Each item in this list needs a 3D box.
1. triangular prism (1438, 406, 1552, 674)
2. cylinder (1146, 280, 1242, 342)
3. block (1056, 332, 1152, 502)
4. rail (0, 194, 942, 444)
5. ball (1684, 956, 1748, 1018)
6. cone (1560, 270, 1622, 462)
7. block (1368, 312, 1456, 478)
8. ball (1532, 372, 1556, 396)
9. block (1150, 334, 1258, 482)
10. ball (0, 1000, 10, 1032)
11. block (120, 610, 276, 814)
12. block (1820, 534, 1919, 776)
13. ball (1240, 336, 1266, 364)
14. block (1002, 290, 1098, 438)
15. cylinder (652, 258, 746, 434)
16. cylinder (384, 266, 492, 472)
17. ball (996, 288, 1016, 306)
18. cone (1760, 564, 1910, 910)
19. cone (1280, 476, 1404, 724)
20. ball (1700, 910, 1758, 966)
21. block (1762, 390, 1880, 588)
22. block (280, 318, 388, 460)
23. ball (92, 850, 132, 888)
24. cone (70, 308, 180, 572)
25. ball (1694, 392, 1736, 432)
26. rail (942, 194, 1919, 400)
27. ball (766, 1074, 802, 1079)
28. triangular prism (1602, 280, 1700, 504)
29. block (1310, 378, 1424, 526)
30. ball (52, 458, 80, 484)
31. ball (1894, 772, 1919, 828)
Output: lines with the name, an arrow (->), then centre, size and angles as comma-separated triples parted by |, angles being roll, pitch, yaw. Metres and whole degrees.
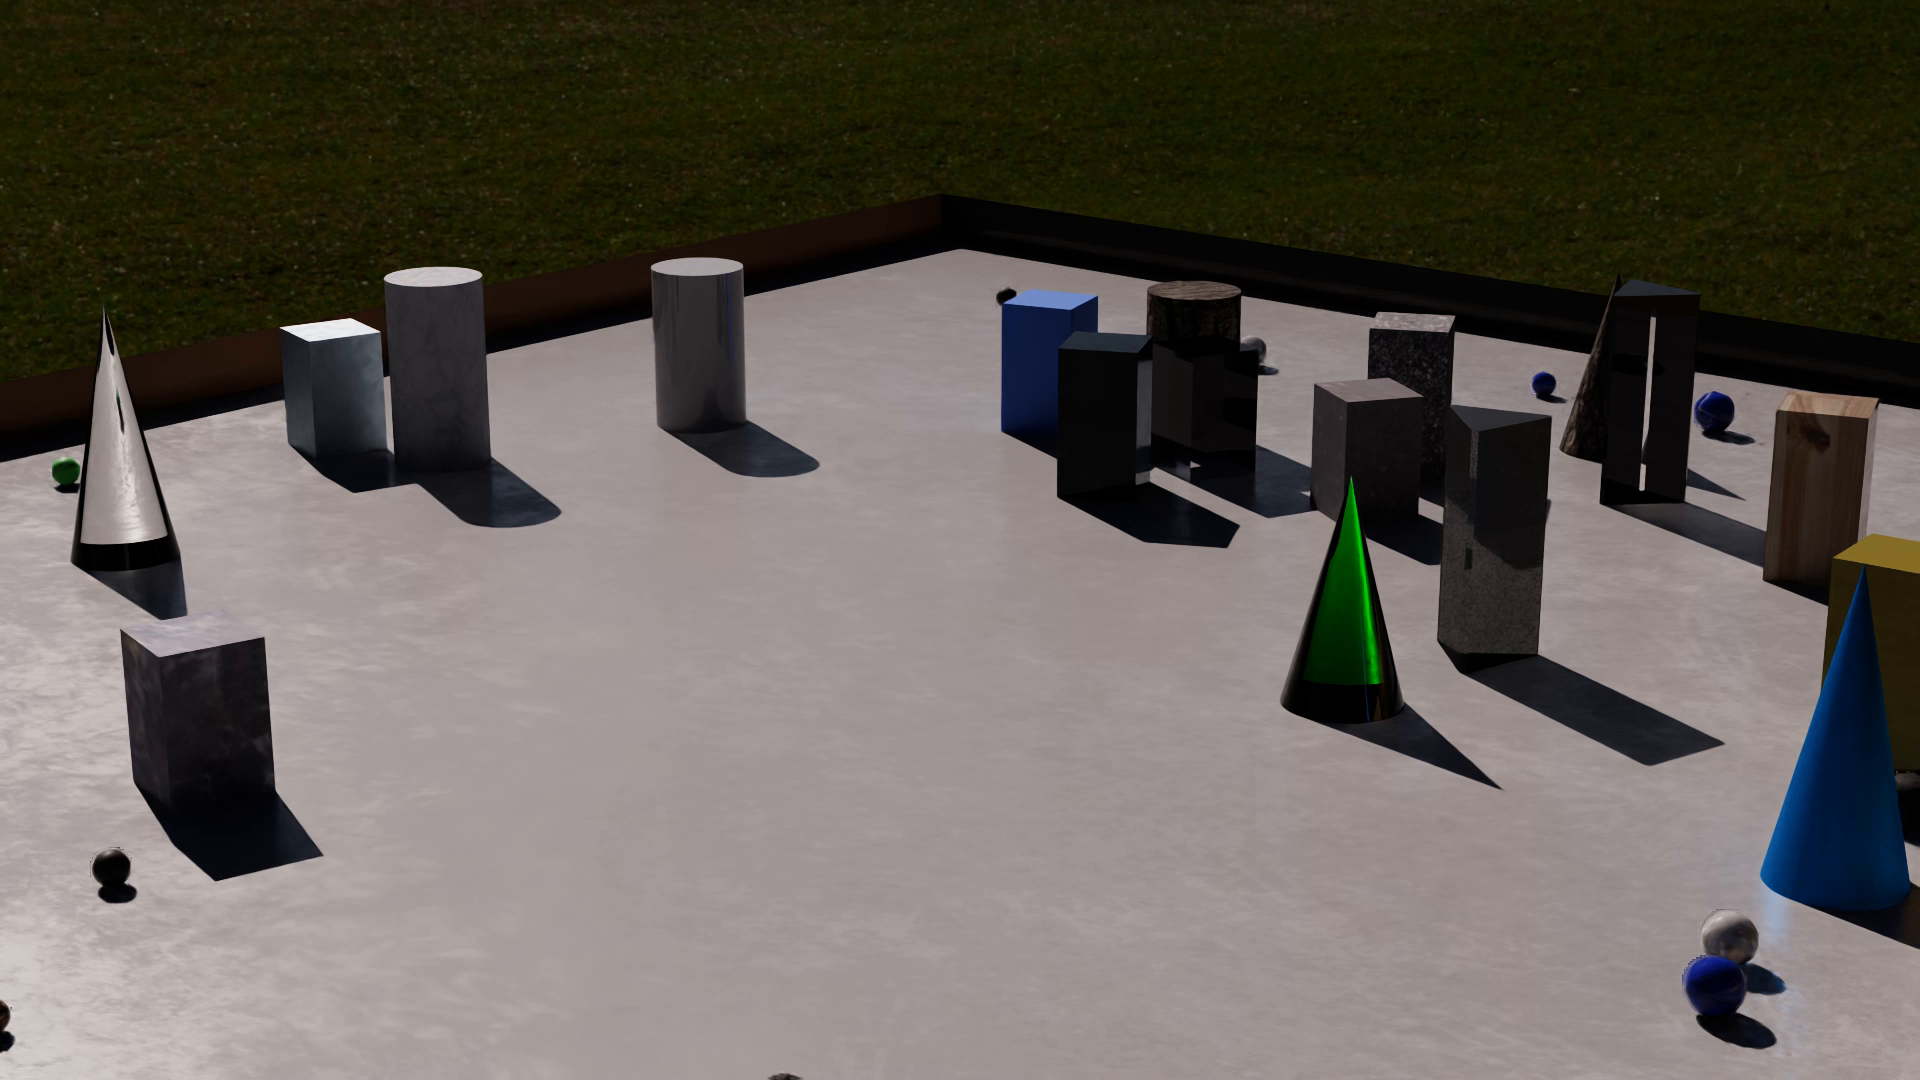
triangular prism -> 0.840, -0.009, 4.779 | 0.168, 0.404, 0.146 | -11, 20, -32
cylinder -> 0.485, -0.365, 6.110 | 0.194, 0.316, 0.194 | 0, 17, 0
block -> 0.284, -0.242, 5.734 | 0.156, 0.298, 0.156 | 4, 17, 14
rail -> -1.628, -0.377, 6.473 | 0.045, 0.126, 4.862 | 14, 22, 39
ball -> 0.910, 0.539, 3.533 | 0.074, 0.074, 0.074 | 0, 17, 0
cone -> 1.338, -0.367, 6.010 | 0.194, 0.378, 0.194 | 0, 17, 0
block -> 0.904, -0.292, 5.898 | 0.156, 0.299, 0.156 | 4, 17, 13
ball -> 1.294, -0.345, 6.497 | 0.054, 0.054, 0.054 | 0, 17, 0
block -> 0.488, -0.267, 5.894 | 0.156, 0.253, 0.156 | -9, 19, -27
ball -> -1.154, 0.567, 3.491 | 0.044, 0.044, 0.044 | 0, 17, 0
block -> -1.099, 0.245, 4.228 | 0.156, 0.235, 0.156 | -11, 20, -33
block -> 1.377, 0.174, 4.321 | 0.156, 0.318, 0.156 | 12, 21, 35
ball -> 0.672, -0.437, 6.769 | 0.073, 0.073, 0.073 | 0, 17, 0
block -> 0.190, -0.374, 6.207 | 0.156, 0.277, 0.156 | 7, 18, 23
cylinder -> -0.555, -0.415, 6.236 | 0.194, 0.339, 0.194 | 0, 17, 0
cylinder -> -1.056, -0.346, 5.933 | 0.194, 0.381, 0.194 | 0, 17, 0
ball -> 0.117, -0.610, 7.378 | 0.053, 0.053, 0.053 | 0, 17, 0
cone -> 1.173, 0.243, 3.867 | 0.194, 0.447, 0.194 | 0, 17, 0
cone -> 0.600, 0.078, 4.549 | 0.194, 0.369, 0.194 | 0, 17, 0
ball -> 0.963, 0.499, 3.669 | 0.071, 0.071, 0.071 | 0, 17, 0
block -> 1.527, -0.090, 5.203 | 0.156, 0.313, 0.156 | 7, 18, 22
block -> -1.294, -0.314, 6.059 | 0.156, 0.247, 0.156 | -11, 20, -32
ball -> -1.131, 0.438, 3.909 | 0.050, 0.050, 0.050 | 0, 17, 0
cone -> -1.524, -0.197, 5.286 | 0.194, 0.469, 0.194 | 0, 17, 0
ball -> 1.593, -0.270, 6.193 | 0.086, 0.086, 0.086 | 0, 17, 0
rail -> 1.578, -0.493, 6.860 | 4.359, 0.126, 0.045 | 14, 22, 39
ball -> -0.194, 0.628, 3.233 | 0.077, 0.077, 0.077 | 0, 17, 0
triangular prism -> 1.316, -0.289, 5.693 | 0.168, 0.412, 0.146 | -2, 17, -6
block -> 0.774, -0.169, 5.587 | 0.156, 0.242, 0.156 | -5, 17, -16
ball -> -1.770, -0.137, 5.805 | 0.055, 0.055, 0.055 | 0, 17, 0
ball -> 1.325, 0.365, 4.103 | 0.078, 0.078, 0.078 | 0, 17, 0
